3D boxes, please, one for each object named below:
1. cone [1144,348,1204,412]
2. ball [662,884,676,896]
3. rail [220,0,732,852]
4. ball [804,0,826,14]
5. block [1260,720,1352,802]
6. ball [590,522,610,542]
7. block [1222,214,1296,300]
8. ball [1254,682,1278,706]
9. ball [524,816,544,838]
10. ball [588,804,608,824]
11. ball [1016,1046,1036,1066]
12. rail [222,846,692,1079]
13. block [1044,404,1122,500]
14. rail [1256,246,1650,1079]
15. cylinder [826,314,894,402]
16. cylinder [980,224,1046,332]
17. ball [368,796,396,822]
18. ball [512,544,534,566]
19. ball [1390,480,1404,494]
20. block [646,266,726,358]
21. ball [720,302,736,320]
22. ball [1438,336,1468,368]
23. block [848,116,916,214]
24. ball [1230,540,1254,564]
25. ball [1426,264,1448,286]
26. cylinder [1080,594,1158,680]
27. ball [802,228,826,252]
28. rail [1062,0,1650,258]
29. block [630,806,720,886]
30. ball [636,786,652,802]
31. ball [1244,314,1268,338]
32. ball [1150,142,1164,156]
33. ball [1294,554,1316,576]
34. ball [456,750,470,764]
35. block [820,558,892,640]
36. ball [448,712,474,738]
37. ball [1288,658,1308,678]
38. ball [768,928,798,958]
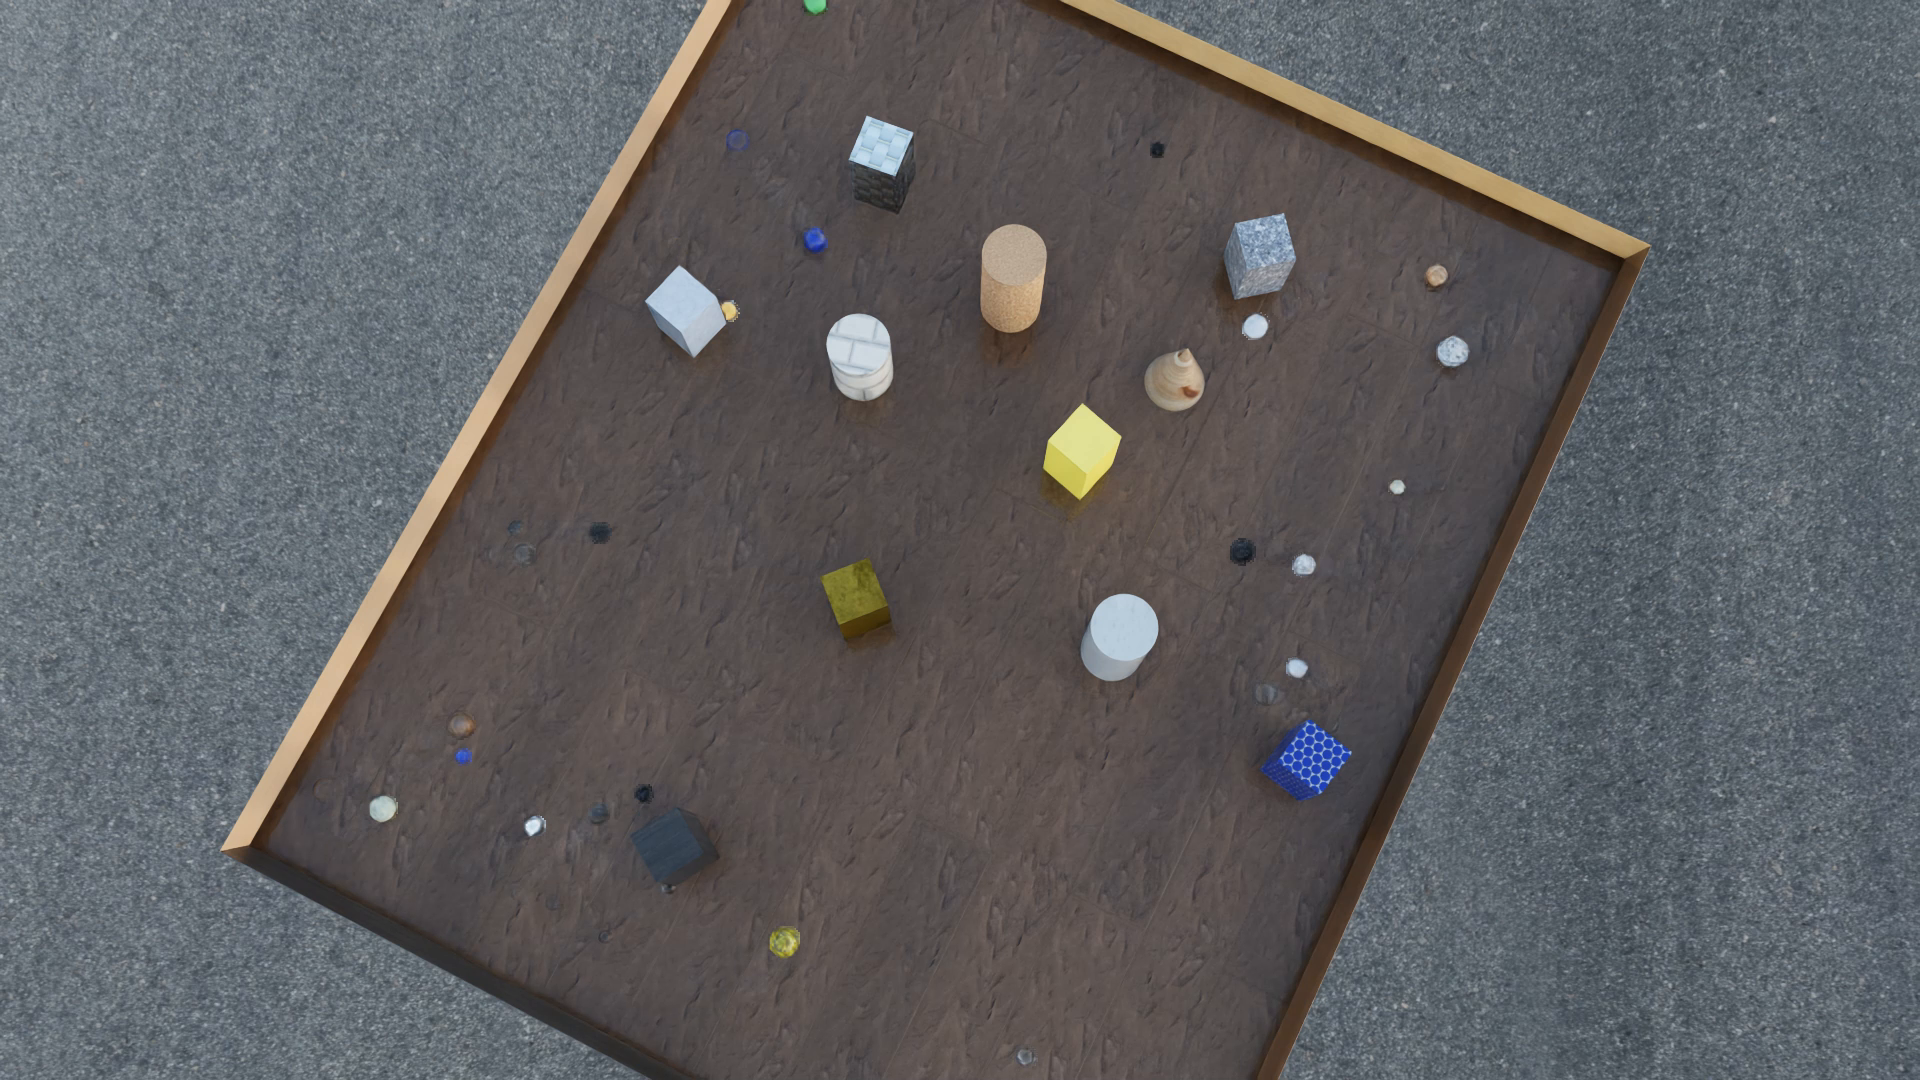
[{"bbox_3d":[0.670,-0.529,5.549,0.189,0.346,0.189,0,78,0],"label":"cone"},{"bbox_3d":[-0.855,1.022,5.381,0.041,0.041,0.041,0,78,0],"label":"ball"},{"bbox_3d":[-1.324,-0.642,5.685,0.045,0.123,3.576,26,80,5],"label":"rail"},{"bbox_3d":[-0.470,-1.746,5.939,0.075,0.075,0.075,0,78,0],"label":"ball"},{"bbox_3d":[1.001,0.643,5.324,0.151,0.313,0.151,38,81,7],"label":"block"},{"bbox_3d":[-1.100,-0.023,5.592,0.057,0.057,0.057,0,78,0],"label":"ball"},{"bbox_3d":[0.922,-0.873,5.658,0.151,0.272,0.151,-12,79,-2],"label":"block"},{"bbox_3d":[0.914,0.460,5.484,0.073,0.073,0.073,0,78,0],"label":"ball"},{"bbox_3d":[-1.258,0.847,5.411,0.060,0.060,0.060,0,78,0],"label":"ball"},{"bbox_3d":[-1.071,0.811,5.419,0.058,0.058,0.058,0,78,0],"label":"ball"},{"bbox_3d":[0.190,1.488,5.281,0.055,0.055,0.055,0,78,0],"label":"ball"},{"bbox_3d":[-0.789,1.552,5.232,3.008,0.123,0.045,26,80,5],"label":"rail"},{"bbox_3d":[0.363,-0.261,5.500,0.151,0.334,0.151,41,81,8],"label":"block"},{"bbox_3d":[1.324,0.655,5.417,0.045,0.123,3.576,26,80,5],"label":"rail"},{"bbox_3d":[-0.302,-0.554,5.586,0.189,0.284,0.189,0,78,0],"label":"cylinder"},{"bbox_3d":[0.158,-0.787,5.557,0.189,0.436,0.189,0,78,0],"label":"cylinder"},{"bbox_3d":[-1.707,0.794,5.414,0.076,0.076,0.076,0,78,0],"label":"ball"},{"bbox_3d":[-1.328,0.044,5.573,0.067,0.067,0.067,0,78,0],"label":"ball"},{"bbox_3d":[1.344,-0.163,5.628,0.044,0.044,0.044,0,78,0],"label":"ball"},{"bbox_3d":[-0.840,-0.700,5.633,0.151,0.251,0.151,41,81,8],"label":"block"},{"bbox_3d":[-0.726,-0.717,5.736,0.056,0.056,0.056,0,78,0],"label":"ball"},{"bbox_3d":[1.531,-0.584,5.689,0.095,0.095,0.095,0,78,0],"label":"ball"},{"bbox_3d":[-0.239,-1.162,5.699,0.151,0.308,0.151,20,79,4],"label":"block"},{"bbox_3d":[0.858,0.036,5.574,0.068,0.068,0.068,0,78,0],"label":"ball"},{"bbox_3d":[1.497,-0.832,5.756,0.064,0.064,0.064,0,78,0],"label":"ball"},{"bbox_3d":[0.459,0.288,5.331,0.189,0.442,0.189,0,78,0],"label":"cylinder"},{"bbox_3d":[-0.457,-0.947,5.774,0.075,0.075,0.075,0,78,0],"label":"ball"},{"bbox_3d":[0.789,-1.539,5.871,3.008,0.123,0.045,26,80,5],"label":"rail"},{"bbox_3d":[-0.812,0.880,5.249,0.151,0.364,0.151,-31,80,-6],"label":"block"},{"bbox_3d":[-0.940,0.754,5.437,0.047,0.047,0.047,0,78,0],"label":"ball"},{"bbox_3d":[0.922,-0.666,5.716,0.074,0.074,0.074,0,78,0],"label":"ball"},{"bbox_3d":[0.631,-1.248,5.853,0.043,0.043,0.043,0,78,0],"label":"ball"},{"bbox_3d":[1.047,0.077,5.569,0.063,0.063,0.063,0,78,0],"label":"ball"},{"bbox_3d":[-1.482,0.647,5.462,0.041,0.041,0.041,0,78,0],"label":"ball"},{"bbox_3d":[-0.306,0.178,5.425,0.151,0.302,0.151,-22,79,-4],"label":"block"},{"bbox_3d":[-1.490,0.551,5.465,0.074,0.074,0.074,0,78,0],"label":"ball"},{"bbox_3d":[1.014,0.385,5.507,0.058,0.058,0.058,0,78,0],"label":"ball"},{"bbox_3d":[-0.512,1.171,5.330,0.086,0.086,0.086,0,78,0],"label":"ball"}]
